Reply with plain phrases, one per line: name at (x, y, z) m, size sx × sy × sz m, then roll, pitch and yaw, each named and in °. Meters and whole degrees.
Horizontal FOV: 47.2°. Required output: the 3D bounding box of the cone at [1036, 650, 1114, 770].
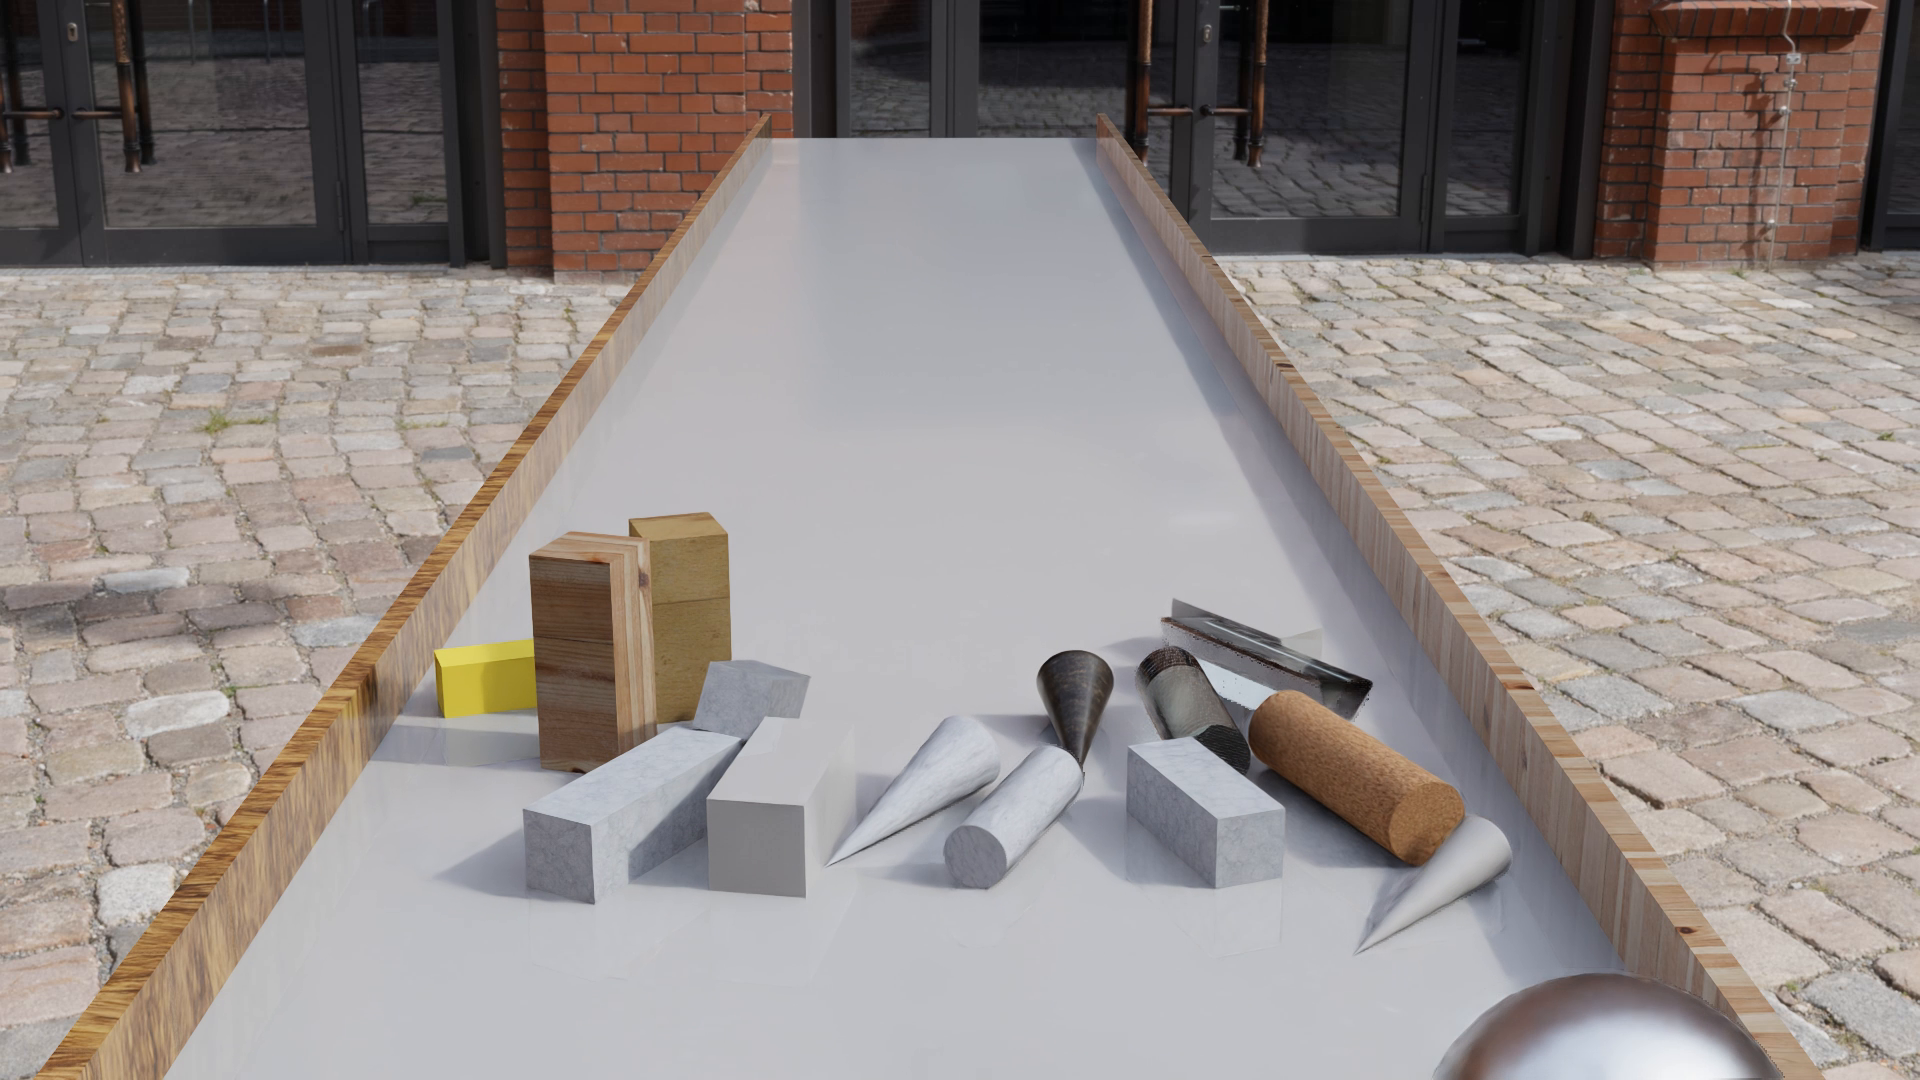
cone at (0.209, 0.341, 3.956) m, size 0.144 × 0.144 × 0.306 m, roll 1°, pitch 30°, yaw 2°

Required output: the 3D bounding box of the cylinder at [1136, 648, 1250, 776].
cylinder at (0.412, 0.318, 3.933) m, size 0.128 × 0.128 × 0.398 m, roll -2°, pitch 17°, yaw -6°

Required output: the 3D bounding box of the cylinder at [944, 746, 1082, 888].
cylinder at (0.090, 0.443, 3.552) m, size 0.105 × 0.105 × 0.352 m, roll 7°, pitch 18°, yaw 21°

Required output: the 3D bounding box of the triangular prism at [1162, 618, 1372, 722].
triangular prism at (0.553, 0.234, 4.130) m, size 0.116 × 0.134 × 0.444 m, roll 40°, pitch -11°, yaw -37°

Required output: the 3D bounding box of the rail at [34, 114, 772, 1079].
rail at (-1.118, -0.838, 7.780) m, size 0.050 × 0.150 × 12.000 m, roll 0°, pitch 17°, yaw -1°

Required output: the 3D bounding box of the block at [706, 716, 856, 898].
block at (-0.282, 0.423, 3.534) m, size 0.153 × 0.153 × 0.352 m, roll 3°, pitch 17°, yaw 10°

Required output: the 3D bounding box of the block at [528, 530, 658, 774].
block at (-0.642, 0.200, 3.866) m, size 0.154 × 0.393 × 0.154 m, roll 5°, pitch 17°, yaw 17°

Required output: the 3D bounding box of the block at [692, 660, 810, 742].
block at (-0.361, 0.281, 3.857) m, size 0.112 × 0.112 × 0.353 m, roll 16°, pitch -1°, yaw 7°

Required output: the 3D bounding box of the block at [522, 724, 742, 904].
block at (-0.517, 0.434, 3.535) m, size 0.132 × 0.132 × 0.403 m, roll 9°, pitch 19°, yaw 28°

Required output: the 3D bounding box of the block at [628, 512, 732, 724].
block at (-0.522, 0.144, 4.116) m, size 0.153 × 0.355 × 0.153 m, roll -6°, pitch 18°, yaw -19°

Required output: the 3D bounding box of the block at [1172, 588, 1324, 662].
block at (0.566, 0.197, 4.366) m, size 0.113 × 0.113 × 0.312 m, roll -12°, pitch 20°, yaw -35°

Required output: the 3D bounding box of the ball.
ball at (0.631, 0.611, 2.134) m, size 0.374 × 0.374 × 0.374 m, roll 0°, pitch 17°, yaw 0°

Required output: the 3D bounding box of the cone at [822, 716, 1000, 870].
cone at (-0.102, 0.441, 3.625) m, size 0.136 × 0.136 × 0.409 m, roll 11°, pitch 29°, yaw 33°

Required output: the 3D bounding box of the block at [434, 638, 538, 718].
block at (-0.778, 0.249, 4.210) m, size 0.430 × 0.102 × 0.102 m, roll -6°, pitch 18°, yaw -20°

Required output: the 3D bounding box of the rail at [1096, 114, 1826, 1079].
rail at (0.932, -0.844, 7.801) m, size 0.050 × 0.150 × 12.000 m, roll 0°, pitch 17°, yaw -1°

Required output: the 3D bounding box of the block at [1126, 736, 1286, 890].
block at (0.392, 0.436, 3.553) m, size 0.118 × 0.118 × 0.321 m, roll -6°, pitch 18°, yaw -20°

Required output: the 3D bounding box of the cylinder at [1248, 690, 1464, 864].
cylinder at (0.653, 0.389, 3.672) m, size 0.140 × 0.140 × 0.446 m, roll -7°, pitch 18°, yaw -21°

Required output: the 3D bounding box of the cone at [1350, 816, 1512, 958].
cone at (0.691, 0.542, 3.313) m, size 0.103 × 0.103 × 0.373 m, roll 15°, pitch 30°, yaw 40°
